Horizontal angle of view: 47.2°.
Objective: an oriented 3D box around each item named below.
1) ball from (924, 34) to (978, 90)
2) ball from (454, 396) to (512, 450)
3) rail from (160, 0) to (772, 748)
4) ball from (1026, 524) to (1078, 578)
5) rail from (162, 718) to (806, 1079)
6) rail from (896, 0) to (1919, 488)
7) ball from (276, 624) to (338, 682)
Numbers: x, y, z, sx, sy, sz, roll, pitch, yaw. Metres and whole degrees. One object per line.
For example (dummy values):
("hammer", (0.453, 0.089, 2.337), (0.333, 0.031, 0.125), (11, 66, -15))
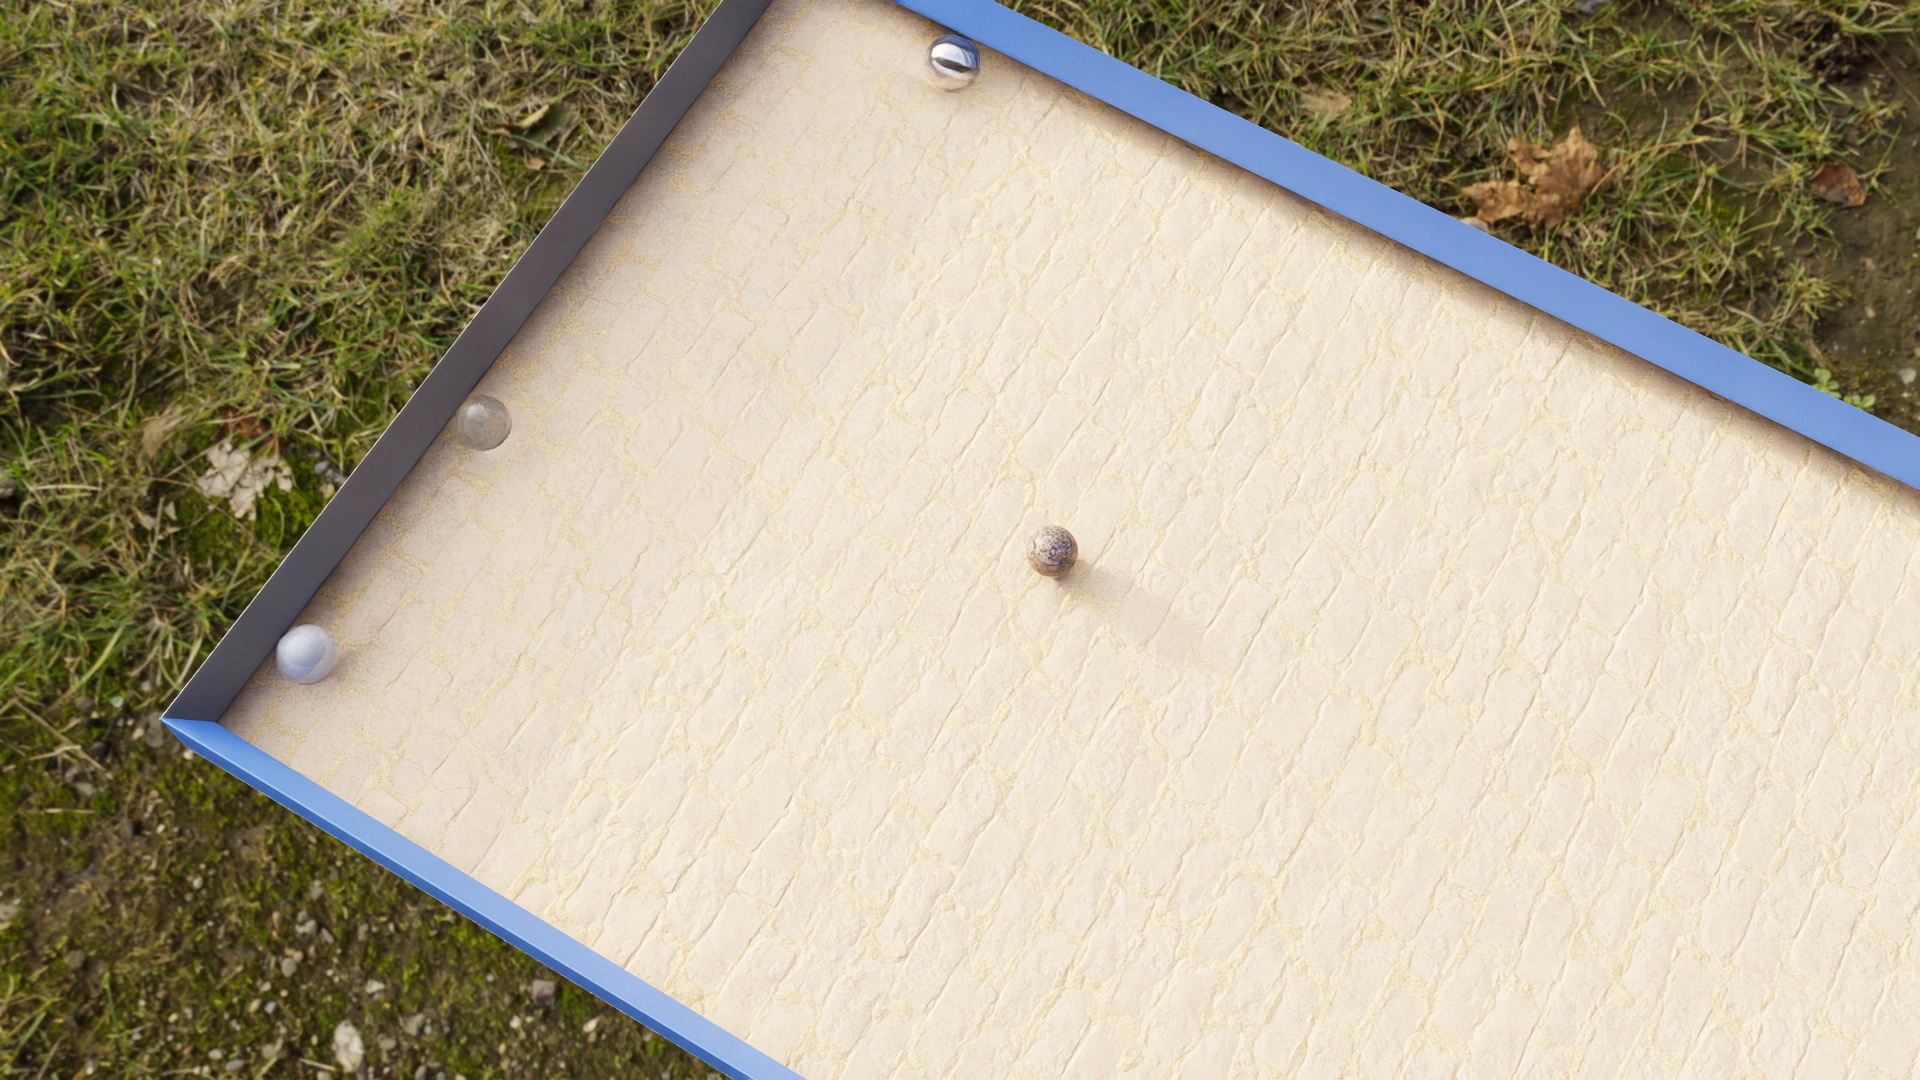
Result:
("ball", (-0.015, -0.854, 3.933), (0.098, 0.098, 0.098), (0, 65, 0))
("ball", (-0.788, -0.193, 3.634), (0.092, 0.092, 0.092), (0, 65, 0))
("rail", (-0.736, -0.401, 3.708), (0.045, 0.128, 1.807), (28, 68, 12))
("ball", (0.148, 0.018, 3.541), (0.085, 0.085, 0.085), (0, 65, 0))
("rail", (0.311, 1.084, 3.027), (3.505, 0.128, 0.045), (28, 68, 12))
("rail", (1.201, -0.295, 3.660), (3.505, 0.128, 0.045), (28, 68, 12))
("ball", (-1.028, 0.179, 3.464), (0.091, 0.091, 0.091), (0, 65, 0))
